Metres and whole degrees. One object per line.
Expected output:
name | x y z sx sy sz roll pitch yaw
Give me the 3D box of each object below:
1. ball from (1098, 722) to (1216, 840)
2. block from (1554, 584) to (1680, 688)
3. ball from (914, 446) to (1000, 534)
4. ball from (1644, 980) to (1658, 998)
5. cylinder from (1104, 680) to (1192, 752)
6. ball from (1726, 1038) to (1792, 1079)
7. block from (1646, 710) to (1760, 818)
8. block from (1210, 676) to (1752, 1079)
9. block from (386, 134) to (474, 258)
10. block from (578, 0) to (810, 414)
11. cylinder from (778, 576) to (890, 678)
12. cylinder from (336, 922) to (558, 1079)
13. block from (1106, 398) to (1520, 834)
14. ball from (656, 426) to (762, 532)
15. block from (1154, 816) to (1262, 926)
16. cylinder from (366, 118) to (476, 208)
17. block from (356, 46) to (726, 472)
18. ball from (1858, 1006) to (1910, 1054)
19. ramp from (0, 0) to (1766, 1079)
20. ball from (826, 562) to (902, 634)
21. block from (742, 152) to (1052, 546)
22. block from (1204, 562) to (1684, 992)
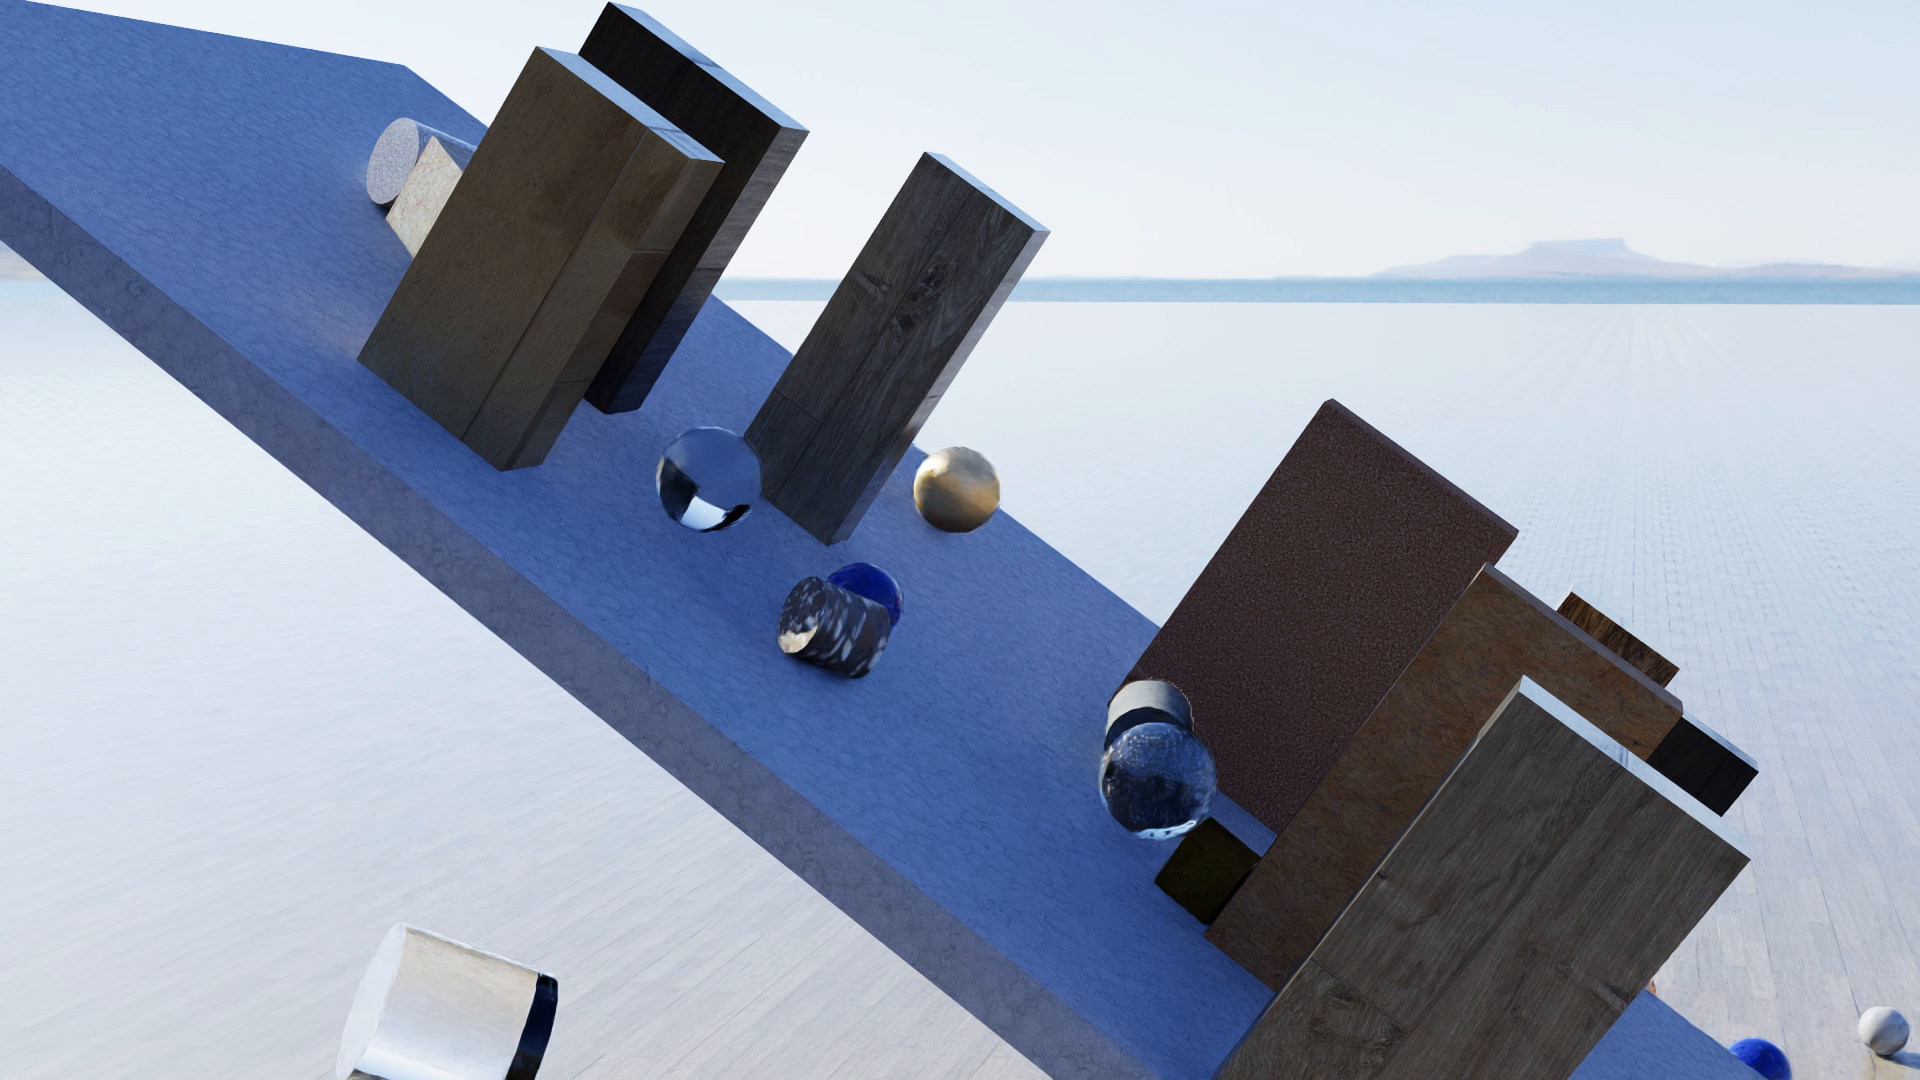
ball | 0.323 0.394 3.599 0.193 0.193 0.193 0 7 0
block | 1.112 0.431 4.356 0.248 0.666 0.120 37 16 10
ball | -0.006 -0.105 4.600 0.182 0.182 0.182 0 7 0
ball | 1.613 1.115 5.381 0.177 0.177 0.177 0 7 0
cylinder | 0.341 0.349 3.975 0.153 0.153 0.153 1 15 6
ball | 1.765 1.185 4.882 0.157 0.157 0.157 0 7 0
block | 1.333 0.593 4.513 0.295 0.564 0.101 37 16 10
block | 0.675 0.574 2.928 0.349 0.715 0.122 37 16 10
block | -0.942 -0.619 4.215 0.192 0.192 0.192 19 22 -45
block | -0.615 -0.601 4.022 0.399 0.619 0.140 37 16 10
cylinder | -0.204 0.142 3.544 0.130 0.130 0.130 24 -7 -33
cylinder | -0.649 0.616 2.788 0.207 0.207 0.207 24 -2 -20
block | 0.663 0.151 4.177 0.427 0.721 0.119 37 16 10
ball | -0.426 -0.103 3.734 0.181 0.181 0.181 0 7 0
block | 0.407 0.542 3.607 0.109 0.109 0.109 39 22 16
cylinder | -1.043 -0.717 4.334 0.176 0.176 0.176 7 -8 45
block | -0.668 -0.441 3.487 0.308 0.587 0.136 37 16 10
ball | 2.196 1.165 5.227 0.113 0.113 0.113 0 7 0
ramp | -0.101 0.177 4.087 4.000 0.100 2.000 37 16 10
ball | -0.167 0.108 3.703 0.140 0.140 0.140 0 7 0
block | -0.139 -0.350 4.078 0.251 0.705 0.115 37 16 10
block | 0.746 0.440 3.436 0.360 0.739 0.102 37 16 10
